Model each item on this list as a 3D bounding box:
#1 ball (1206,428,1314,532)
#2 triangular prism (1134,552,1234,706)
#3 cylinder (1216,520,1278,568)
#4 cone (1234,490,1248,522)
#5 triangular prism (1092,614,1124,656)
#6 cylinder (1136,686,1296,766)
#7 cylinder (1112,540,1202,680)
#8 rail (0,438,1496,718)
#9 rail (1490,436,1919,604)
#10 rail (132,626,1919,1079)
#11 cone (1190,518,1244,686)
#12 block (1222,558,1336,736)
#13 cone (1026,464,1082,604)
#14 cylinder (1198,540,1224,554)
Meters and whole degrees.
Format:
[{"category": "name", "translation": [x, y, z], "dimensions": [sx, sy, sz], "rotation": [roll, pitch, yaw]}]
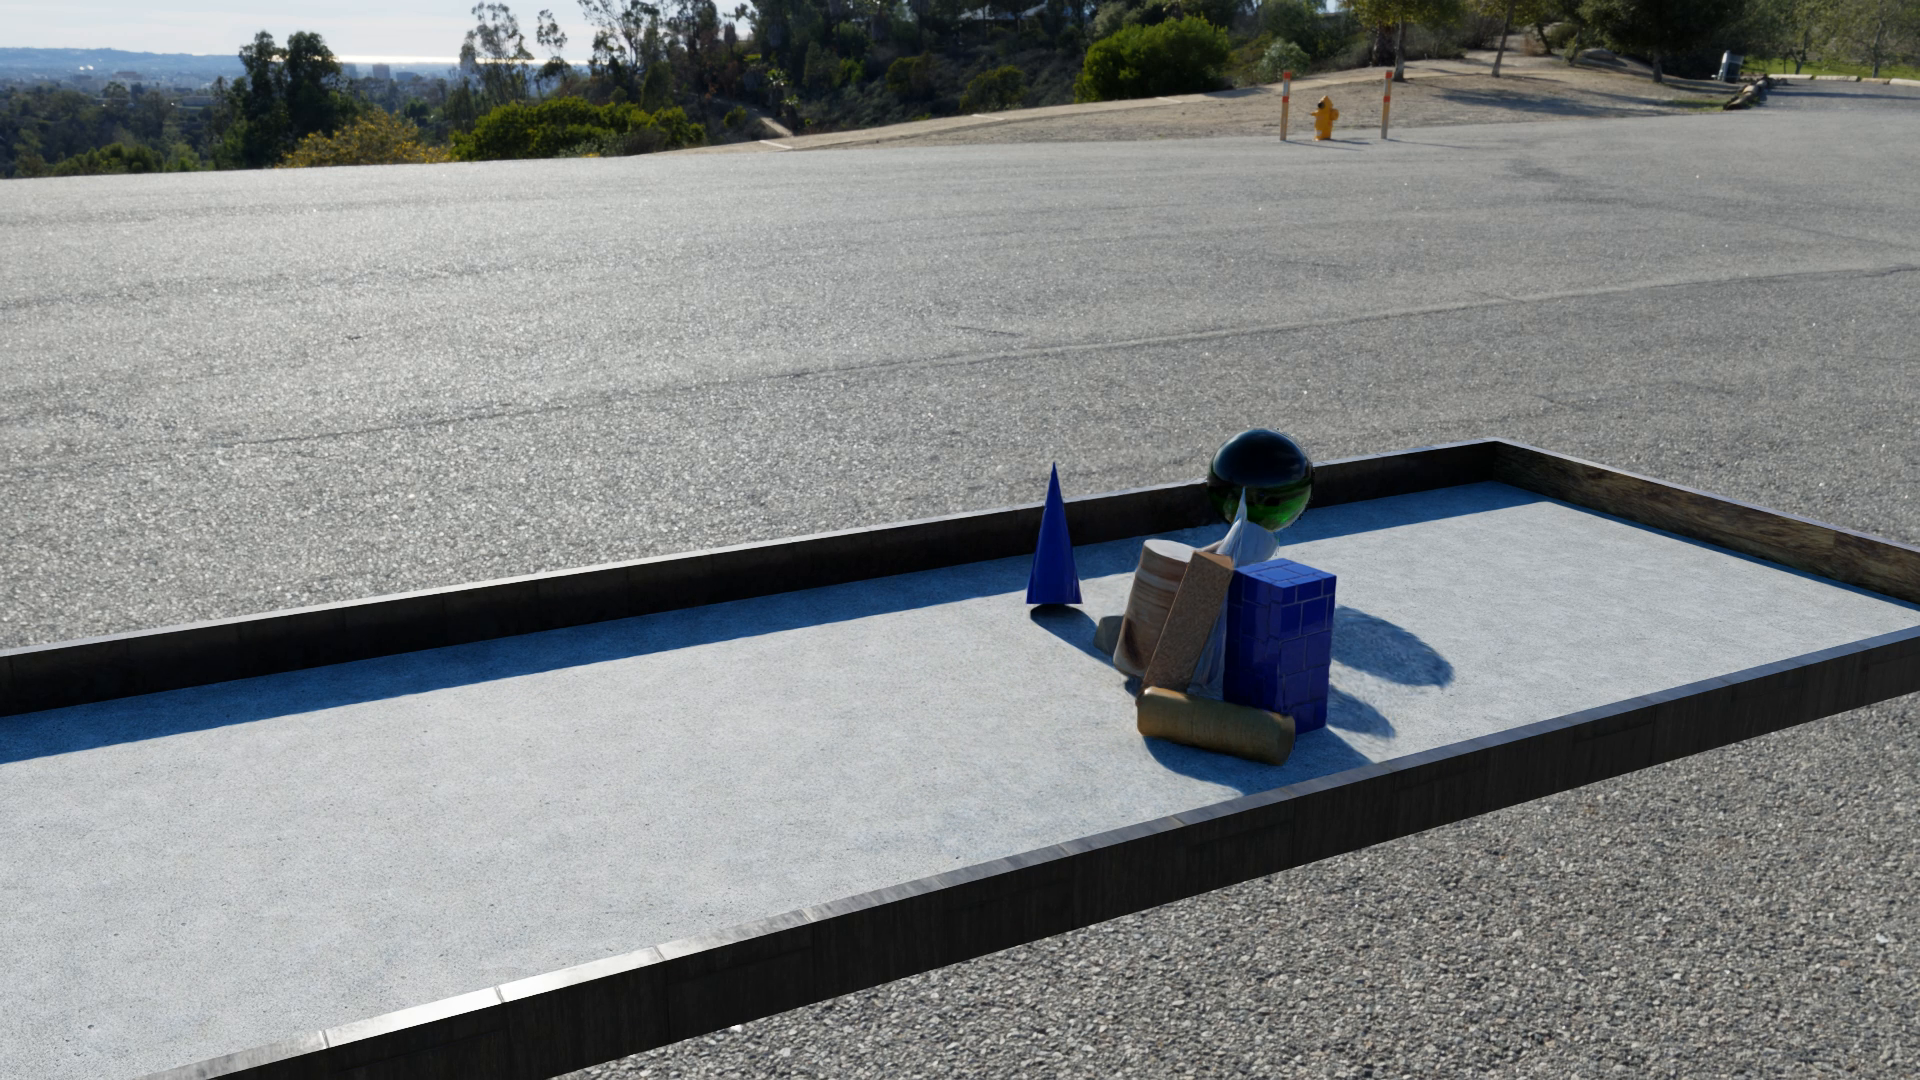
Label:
[{"category": "ball", "translation": [0.894, -0.175, 4.923], "dimensions": [0.314, 0.314, 0.314], "rotation": [0, 16, 0]}, {"category": "triangular prism", "translation": [0.542, 0.226, 3.866], "dimensions": [0.107, 0.407, 0.093], "rotation": [28, 21, 27]}, {"category": "cylinder", "translation": [0.688, 0.129, 4.327], "dimensions": [0.132, 0.132, 0.365], "rotation": [15, 61, 42]}, {"category": "cone", "translation": [0.756, 0.044, 4.487], "dimensions": [0.142, 0.389, 0.142], "rotation": [3, 10, -1]}, {"category": "triangular prism", "translation": [0.517, 0.231, 4.399], "dimensions": [0.311, 0.091, 0.105], "rotation": [-6, 17, -20]}, {"category": "cylinder", "translation": [0.577, 0.418, 3.730], "dimensions": [0.337, 0.114, 0.114], "rotation": [10, 19, 30]}, {"category": "cylinder", "translation": [0.508, 0.178, 4.125], "dimensions": [0.179, 0.319, 0.179], "rotation": [12, 15, -3]}, {"category": "rail", "translation": [-3.305, 0.497, 3.399], "dimensions": [12.000, 0.150, 0.050], "rotation": [-9, 18, -27]}, {"category": "rail", "translation": [2.466, -0.048, 5.253], "dimensions": [0.050, 0.150, 2.100], "rotation": [-9, 18, -27]}, {"category": "rail", "translation": [-2.336, 1.006, 1.665], "dimensions": [12.000, 0.150, 0.050], "rotation": [-9, 18, -27]}, {"category": "cone", "translation": [0.655, 0.142, 4.084], "dimensions": [0.111, 0.431, 0.111], "rotation": [10, 15, -3]}, {"category": "block", "translation": [0.740, 0.252, 3.836], "dimensions": [0.171, 0.371, 0.171], "rotation": [-10, 19, -33]}, {"category": "cone", "translation": [0.266, -0.024, 4.658], "dimensions": [0.165, 0.407, 0.165], "rotation": [0, -2, 0]}, {"category": "cylinder", "translation": [0.705, 0.090, 4.832], "dimensions": [0.122, 0.122, 0.370], "rotation": [13, 21, 38]}]
